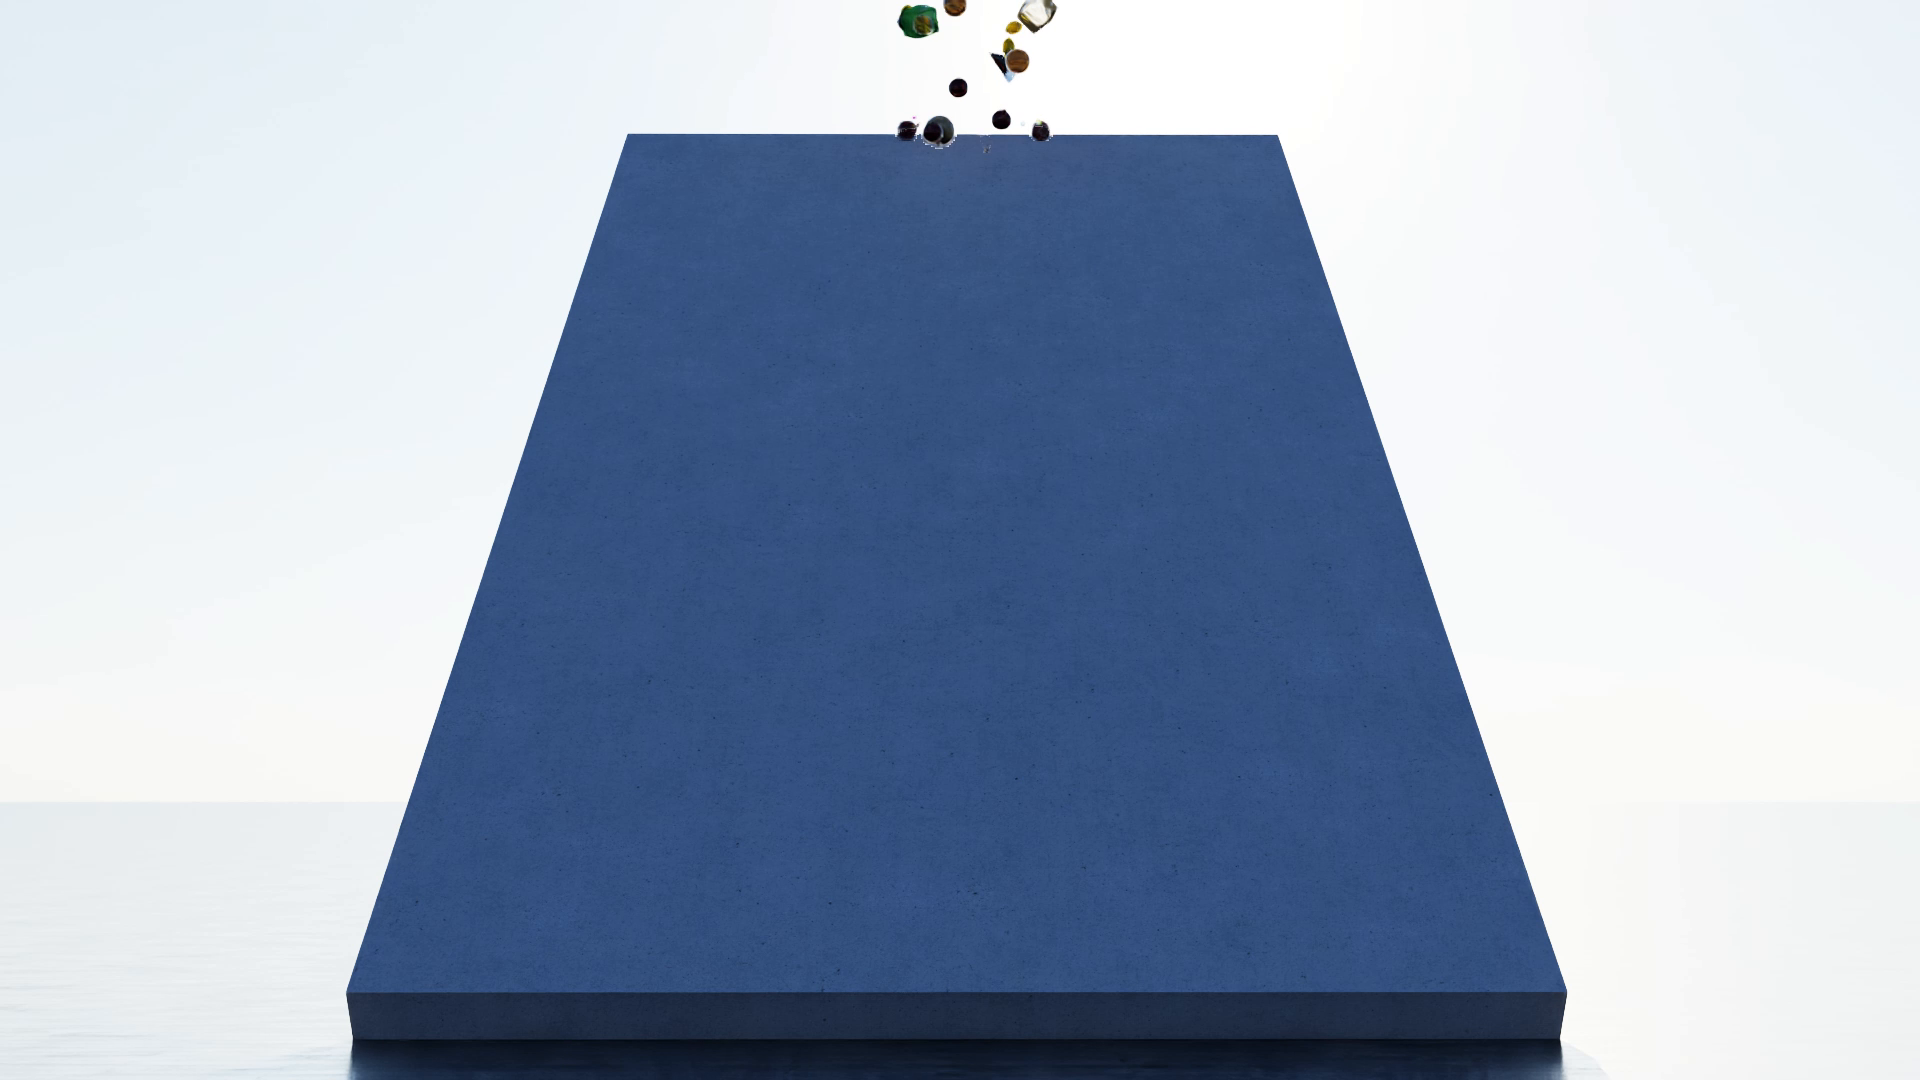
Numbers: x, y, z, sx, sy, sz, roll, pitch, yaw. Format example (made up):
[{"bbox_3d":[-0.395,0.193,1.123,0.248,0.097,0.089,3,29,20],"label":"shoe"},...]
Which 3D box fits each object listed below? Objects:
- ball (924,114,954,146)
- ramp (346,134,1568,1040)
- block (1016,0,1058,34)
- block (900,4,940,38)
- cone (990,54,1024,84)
[{"bbox_3d":[-0.059,-1.192,7.017,0.088,0.088,0.088,0,-6,0],"label":"ball"},{"bbox_3d":[-0.013,-0.211,5.707,2.000,0.100,4.000,0,30,0],"label":"ramp"},{"bbox_3d":[0.234,-1.598,7.300,0.080,0.080,0.080,43,-50,-19],"label":"block"},{"bbox_3d":[-0.121,-1.559,7.257,0.077,0.077,0.077,-31,33,-35],"label":"block"},{"bbox_3d":[0.125,-1.410,7.108,0.095,0.095,0.095,28,-14,-14],"label":"cone"}]
